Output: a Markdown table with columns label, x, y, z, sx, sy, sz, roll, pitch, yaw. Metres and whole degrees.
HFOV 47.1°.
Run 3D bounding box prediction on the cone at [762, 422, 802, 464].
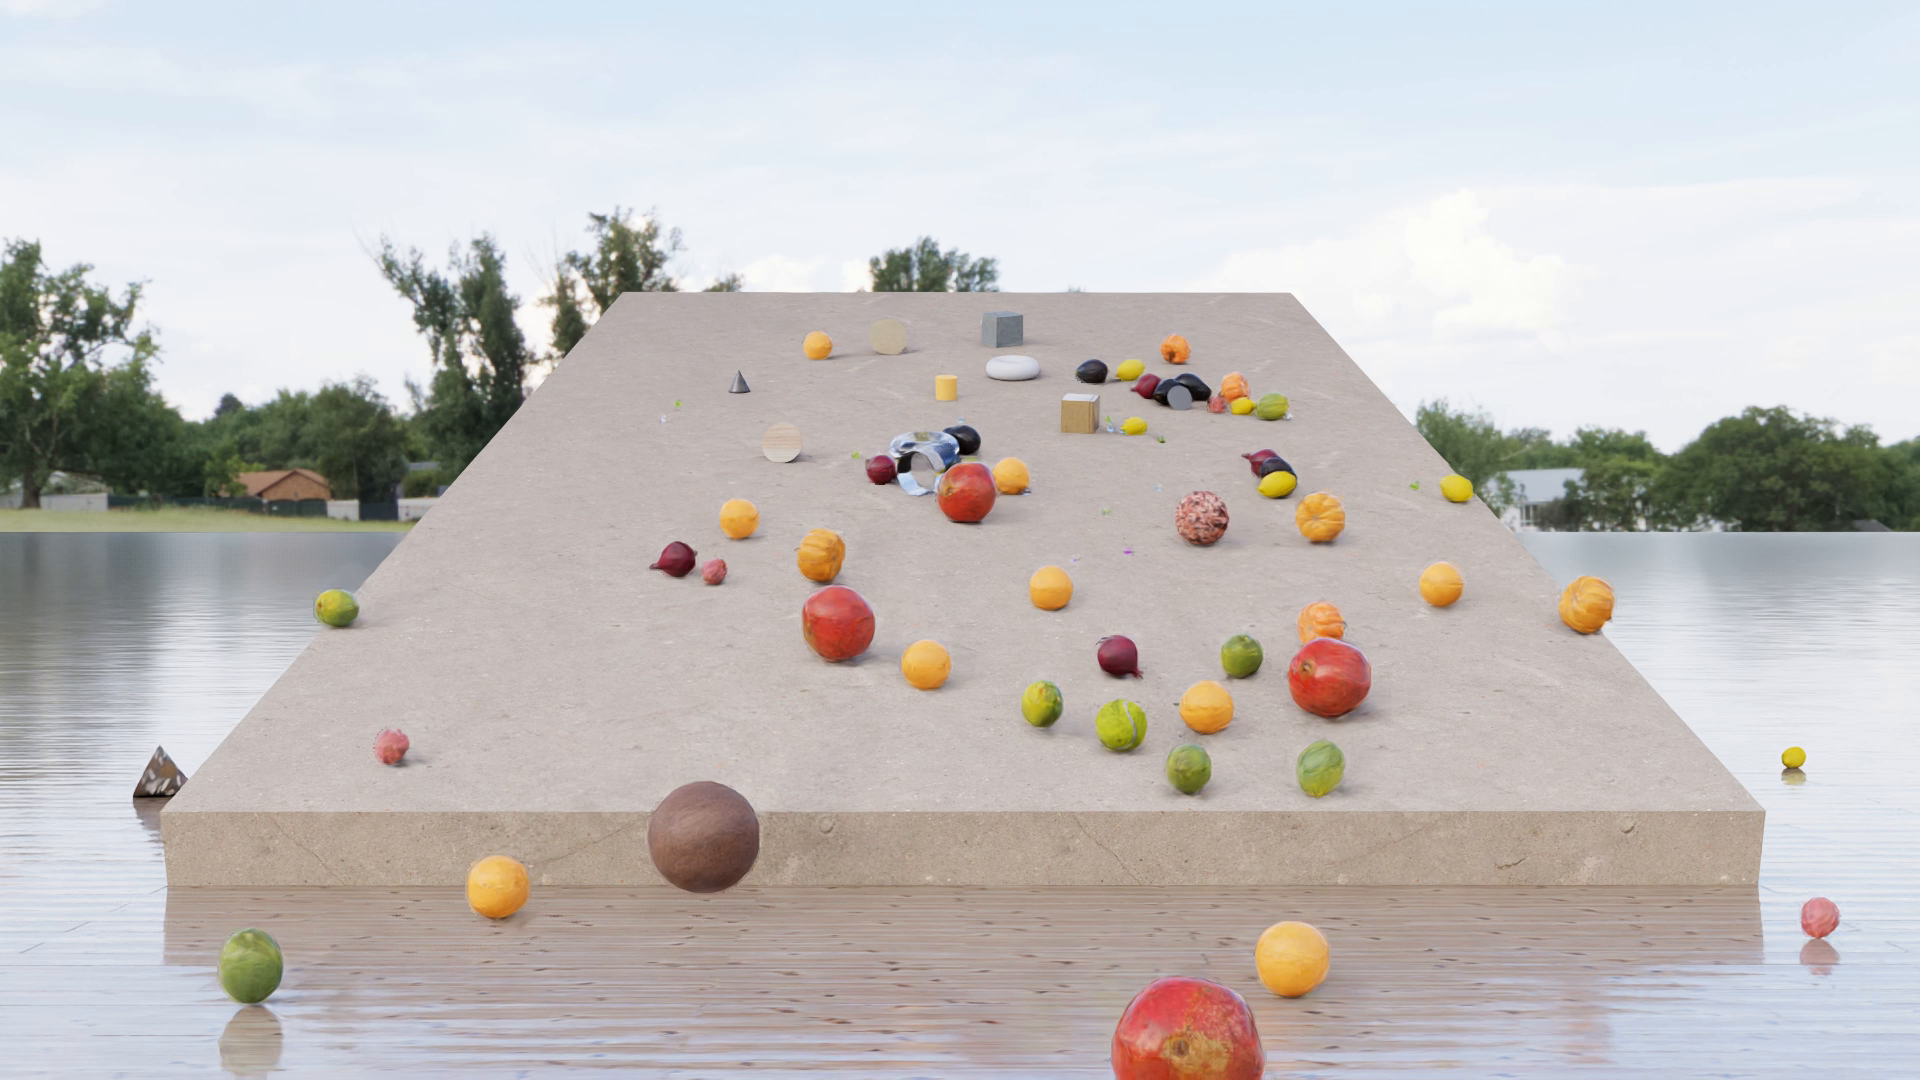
| label | x | y | z | sx | sy | sz | roll | pitch | yaw |
| --- | --- | --- | --- | --- | --- | --- | --- | --- | --- |
| cone | -0.355 | -0.191 | 4.555 | 0.086 | 0.086 | 0.086 | 0 | -11 | 13 |

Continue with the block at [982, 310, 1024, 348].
| label | x | y | z | sx | sy | sz | roll | pitch | yaw |
| --- | --- | --- | --- | --- | --- | --- | --- | --- | --- |
| block | 0.111 | -0.552 | 5.770 | 0.079 | 0.079 | 0.079 | -8 | 18 | -27 |

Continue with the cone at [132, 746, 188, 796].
| label | x | y | z | sx | sy | sz | roll | pitch | yaw |
| --- | --- | --- | --- | --- | --- | --- | --- | --- | --- |
| cone | -1.317 | 0.407 | 3.689 | 0.096 | 0.096 | 0.096 | 27 | -6 | -12 |

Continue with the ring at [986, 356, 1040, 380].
| label | x | y | z | sx | sy | sz | roll | pitch | yaw |
| --- | --- | --- | --- | --- | --- | --- | --- | --- | --- |
| ring | 0.129 | -0.418 | 5.359 | 0.132 | 0.044 | 0.132 | 0 | 17 | 0 |

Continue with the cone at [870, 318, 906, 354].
| label | x | y | z | sx | sy | sz | roll | pitch | yaw |
| --- | --- | --- | --- | --- | --- | --- | --- | --- | --- |
| cone | -0.197 | -0.511 | 5.687 | 0.099 | 0.099 | 0.099 | 0 | -12 | -15 |

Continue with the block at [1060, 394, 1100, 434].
| label | x | y | z | sx | sy | sz | roll | pitch | yaw |
| --- | --- | --- | --- | --- | --- | --- | --- | --- | --- |
| block | 0.262 | -0.275 | 4.796 | 0.072 | 0.072 | 0.072 | 4 | 16 | 13 |

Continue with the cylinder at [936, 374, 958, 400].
| label | x | y | z | sx | sy | sz | roll | pitch | yaw |
| --- | --- | --- | --- | --- | --- | --- | --- | --- | --- |
| cylinder | -0.032 | -0.354 | 5.117 | 0.050 | 0.050 | 0.050 | 0 | 16 | 0 |

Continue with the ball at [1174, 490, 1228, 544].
| label | x | y | z | sx | sy | sz | roll | pitch | yaw |
| --- | --- | --- | --- | --- | --- | --- | --- | --- | --- |
| ball | 0.429 | -0.039 | 3.910 | 0.096 | 0.096 | 0.096 | 0 | 0 | 0 |

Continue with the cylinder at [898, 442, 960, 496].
| label | x | y | z | sx | sy | sz | roll | pitch | yaw |
| --- | --- | --- | --- | --- | --- | --- | --- | --- | --- |
| cylinder | -0.061 | -0.137 | 4.271 | 0.089 | 0.089 | 0.089 | 0 | 13 | 33 |

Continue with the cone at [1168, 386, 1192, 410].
| label | x | y | z | sx | sy | sz | roll | pitch | yaw |
| --- | --- | --- | --- | --- | --- | --- | --- | --- | --- |
| cone | 0.493 | -0.317 | 5.029 | 0.059 | 0.059 | 0.059 | 0 | -12 | -14 |

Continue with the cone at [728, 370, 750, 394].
| label | x | y | z | sx | sy | sz | roll | pitch | yaw |
| --- | --- | --- | --- | --- | --- | --- | --- | --- | --- |
| cone | -0.520 | -0.376 | 5.188 | 0.053 | 0.053 | 0.053 | 0 | 16 | 0 |

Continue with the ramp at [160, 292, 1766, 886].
| label | x | y | z | sx | sy | sz | roll | pitch | yaw |
| --- | --- | --- | --- | --- | --- | --- | --- | --- | --- |
| ramp | -0.002 | -0.154 | 4.681 | 2.000 | 0.100 | 4.000 | 0 | 16 | 0 |

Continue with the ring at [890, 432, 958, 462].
| label | x | y | z | sx | sy | sz | roll | pitch | yaw |
| --- | --- | --- | --- | --- | --- | --- | --- | --- | --- |
| ring | -0.074 | -0.189 | 4.532 | 0.145 | 0.048 | 0.145 | -1 | 16 | 0 |
